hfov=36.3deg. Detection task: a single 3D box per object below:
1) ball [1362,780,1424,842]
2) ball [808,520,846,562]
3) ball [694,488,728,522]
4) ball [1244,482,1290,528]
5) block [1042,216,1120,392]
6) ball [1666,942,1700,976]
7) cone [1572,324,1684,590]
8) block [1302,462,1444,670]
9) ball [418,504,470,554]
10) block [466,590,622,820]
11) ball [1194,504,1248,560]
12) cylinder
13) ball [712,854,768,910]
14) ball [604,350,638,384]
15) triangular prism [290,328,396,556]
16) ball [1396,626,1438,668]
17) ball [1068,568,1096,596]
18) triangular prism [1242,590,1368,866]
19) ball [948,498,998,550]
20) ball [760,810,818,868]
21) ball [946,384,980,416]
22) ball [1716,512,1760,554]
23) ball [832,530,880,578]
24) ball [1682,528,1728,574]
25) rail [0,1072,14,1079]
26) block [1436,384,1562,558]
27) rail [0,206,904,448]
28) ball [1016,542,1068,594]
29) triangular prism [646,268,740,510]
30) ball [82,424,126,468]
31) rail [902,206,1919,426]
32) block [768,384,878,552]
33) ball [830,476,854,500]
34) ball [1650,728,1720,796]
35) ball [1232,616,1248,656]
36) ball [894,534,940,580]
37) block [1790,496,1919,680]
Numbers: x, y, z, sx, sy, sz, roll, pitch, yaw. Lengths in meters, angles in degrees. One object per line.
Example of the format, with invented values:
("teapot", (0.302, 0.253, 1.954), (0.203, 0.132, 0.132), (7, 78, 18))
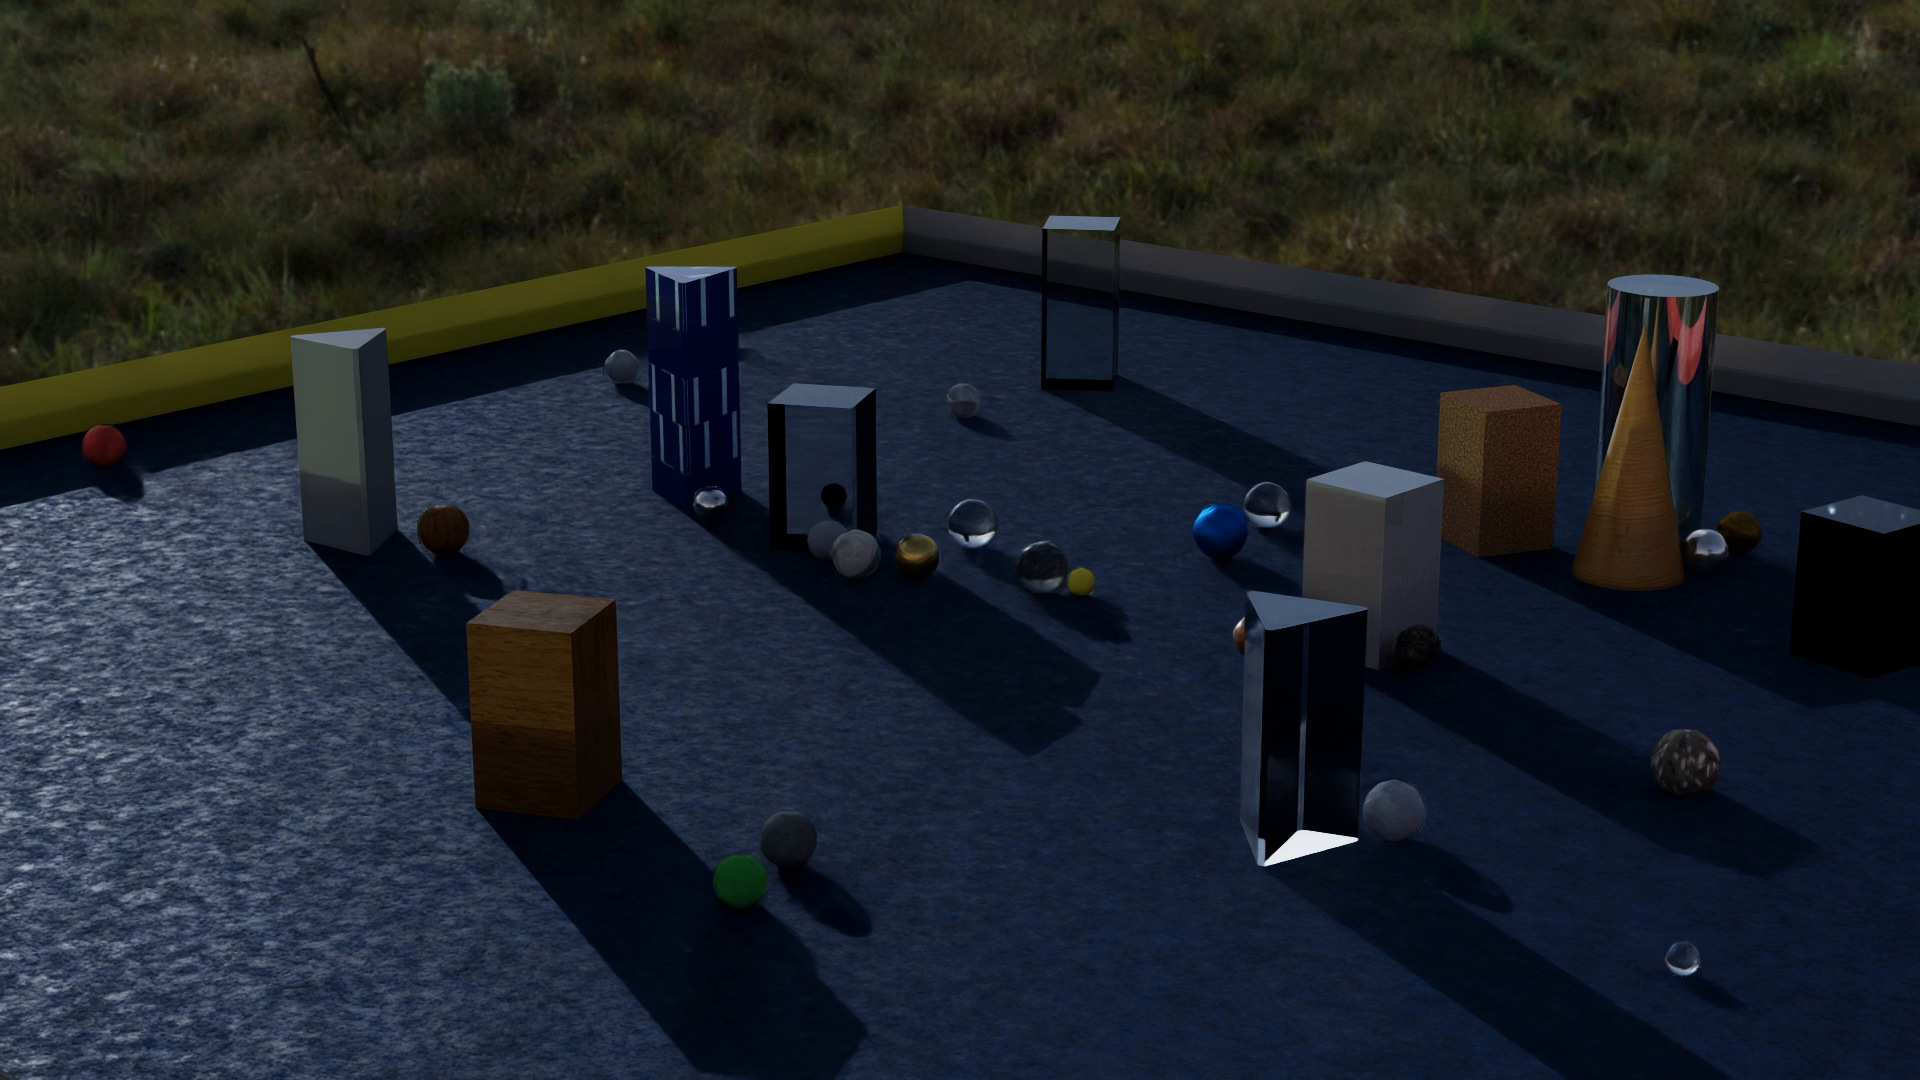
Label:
("ball", (0.601, 0.375, 4.063), (0.084, 0.084, 0.084), (0, 17, 0))
("ball", (-0.239, 0.001, 5.323), (0.075, 0.075, 0.075), (0, 17, 0))
("ball", (-0.472, -0.066, 5.561), (0.066, 0.066, 0.066), (0, 17, 0))
("ball", (0.578, -0.065, 5.519), (0.088, 0.088, 0.088), (0, 17, 0))
("block", (0.272, -0.533, 6.592), (0.159, 0.365, 0.159), (2, 17, 7))
("ball", (0.900, 0.521, 3.651), (0.043, 0.043, 0.043), (0, 17, 0))
("cone", (1.197, -0.159, 5.187), (0.199, 0.460, 0.199), (0, 17, 0))
("block", (0.677, 0.040, 4.820), (0.159, 0.290, 0.159), (16, 23, 42))
("ball", (-0.943, -0.019, 5.358), (0.092, 0.092, 0.092), (0, 17, 0))
("block", (-0.593, 0.234, 4.197), (0.159, 0.278, 0.159), (5, 17, 16))
("ball", (0.474, -0.015, 5.332), (0.099, 0.099, 0.099), (0, 17, 0))
("cylinder", (1.281, -0.236, 5.412), (0.199, 0.476, 0.199), (0, 17, 0))
("ball", (-0.288, 0.448, 3.842), (0.072, 0.072, 0.072), (0, 17, 0))
("ball", (-0.764, -0.391, 6.621), (0.077, 0.077, 0.077), (0, 17, 0))
("triangular prism", (-1.107, -0.189, 5.412), (0.172, 0.387, 0.149), (12, 21, 35))
("ball", (0.742, 0.174, 4.759), (0.069, 0.069, 0.069), (0, 17, 0))
("ball", (0.213, 0.074, 5.124), (0.050, 0.050, 0.050), (0, 17, 0))
("triangular prism", (0.440, 0.250, 4.040), (0.172, 0.338, 0.149), (-11, 20, -32))
("ball", (0.023, -0.029, 5.393), (0.092, 0.092, 0.092), (0, 17, 0))
("ball", (-0.233, 0.406, 3.973), (0.078, 0.078, 0.078), (0, 17, 0))
("ball", (0.006, -0.302, 6.336), (0.072, 0.072, 0.072), (0, 17, 0))
("ball", (1.424, -0.013, 5.363), (0.078, 0.078, 0.078), (0, 17, 0))
("ball", (-0.185, 0.026, 5.219), (0.087, 0.087, 0.087), (0, 17, 0))
("ball", (1.332, 0.021, 5.242), (0.083, 0.083, 0.083), (0, 17, 0))
("rail", (-1.447, 0.513, 3.524), (4.292, 0.129, 0.045), (14, 22, 39))
("block", (0.990, -0.129, 5.408), (0.159, 0.274, 0.159), (-6, 18, -21))
("rail", (-1.602, -0.369, 6.452), (0.045, 0.129, 4.461), (14, 22, 39))
("ball", (0.144, 0.049, 5.132), (0.092, 0.092, 0.092), (0, 17, 0))
("triangular prism", (-0.540, -0.302, 5.682), (0.149, 0.447, 0.172), (10, 19, 29))
("ball", (-1.732, -0.190, 5.935), (0.087, 0.087, 0.087), (0, 17, 0))
("rail", (1.447, -0.448, 6.715), (4.292, 0.129, 0.045), (14, 22, 39))
("block", (-0.253, -0.132, 5.415), (0.159, 0.276, 0.159), (4, 17, 14))
("ball", (-0.230, -0.101, 5.705), (0.049, 0.049, 0.049), (0, 17, 0))
("ball", (1.045, 0.320, 4.222), (0.098, 0.098, 0.098), (0, 17, 0))
("ball", (0.483, 0.159, 4.802), (0.073, 0.073, 0.073), (0, 17, 0))
("ball", (-0.076, 0.029, 5.218), (0.081, 0.081, 0.081), (0, 17, 0))
("block", (1.478, 0.075, 4.783), (0.159, 0.244, 0.159), (-12, 21, -35))
